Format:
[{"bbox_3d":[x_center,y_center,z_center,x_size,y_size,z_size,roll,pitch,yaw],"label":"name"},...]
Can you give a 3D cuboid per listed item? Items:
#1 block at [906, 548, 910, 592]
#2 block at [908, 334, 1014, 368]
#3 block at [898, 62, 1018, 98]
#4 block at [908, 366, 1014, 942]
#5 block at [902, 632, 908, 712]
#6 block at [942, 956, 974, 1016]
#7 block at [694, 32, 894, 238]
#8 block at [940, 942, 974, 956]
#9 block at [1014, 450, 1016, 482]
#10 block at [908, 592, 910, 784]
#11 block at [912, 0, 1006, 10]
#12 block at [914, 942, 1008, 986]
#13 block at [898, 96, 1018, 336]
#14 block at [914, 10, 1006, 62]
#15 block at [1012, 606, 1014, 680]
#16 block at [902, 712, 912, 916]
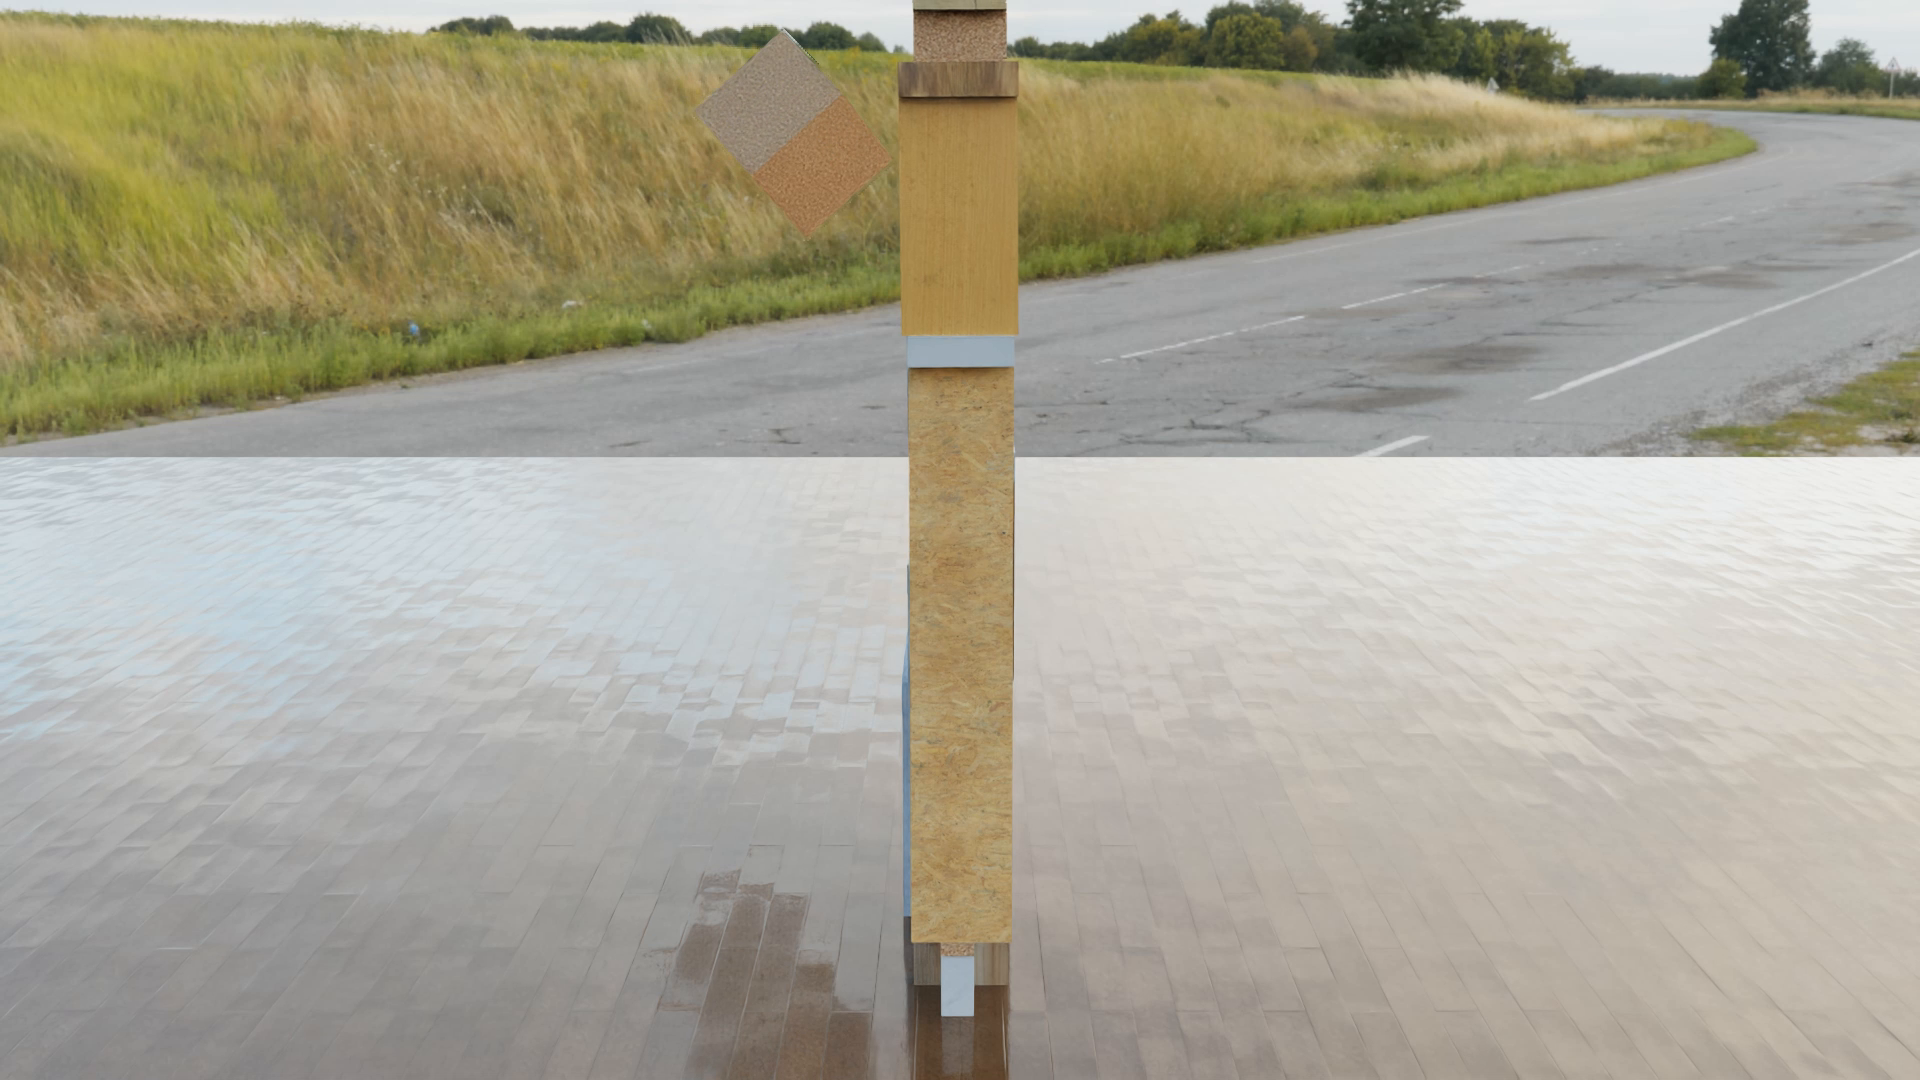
[{"bbox_3d":[-0.003,0.029,3.252,0.144,0.041,0.288,0,11,0],"label":"block"},{"bbox_3d":[0.002,-0.279,3.111,0.144,0.041,0.288,0,10,0],"label":"block"},{"bbox_3d":[-0.002,-0.636,3.056,0.159,0.045,0.318,0,10,0],"label":"block"},{"bbox_3d":[0.002,0.166,3.095,0.144,0.828,0.041,0,10,0],"label":"block"},{"bbox_3d":[-0.004,0.216,3.633,0.175,0.049,0.349,0,11,0],"label":"block"},{"bbox_3d":[-0.003,0.637,3.159,0.047,0.094,0.013,0,10,0],"label":"block"},{"bbox_3d":[-0.409,-0.998,5.424,0.292,0.292,0.292,50,3,34],"label":"block"},{"bbox_3d":[-0.004,0.578,3.180,0.047,0.013,0.094,0,11,0],"label":"block"},{"bbox_3d":[0.005,-0.141,3.536,0.161,0.046,0.321,0,11,0],"label":"block"},{"bbox_3d":[-0.003,0.208,3.188,0.144,0.288,0.041,0,11,0],"label":"block"},{"bbox_3d":[-0.002,-0.886,3.619,0.148,0.042,0.297,0,10,-1],"label":"block"},{"bbox_3d":[0.001,0.522,3.270,0.140,0.280,0.040,0,11,0],"label":"block"},{"bbox_3d":[-0.001,-0.439,2.984,0.159,0.318,0.045,0,10,0],"label":"block"},{"bbox_3d":[0.000,-0.702,3.555,0.148,0.297,0.042,0,11,0],"label":"block"},{"bbox_3d":[0.005,0.059,3.464,0.161,0.321,0.046,0,11,0],"label":"block"},{"bbox_3d":[-0.004,0.434,3.555,0.175,0.349,0.049,0,11,0],"label":"block"}]
